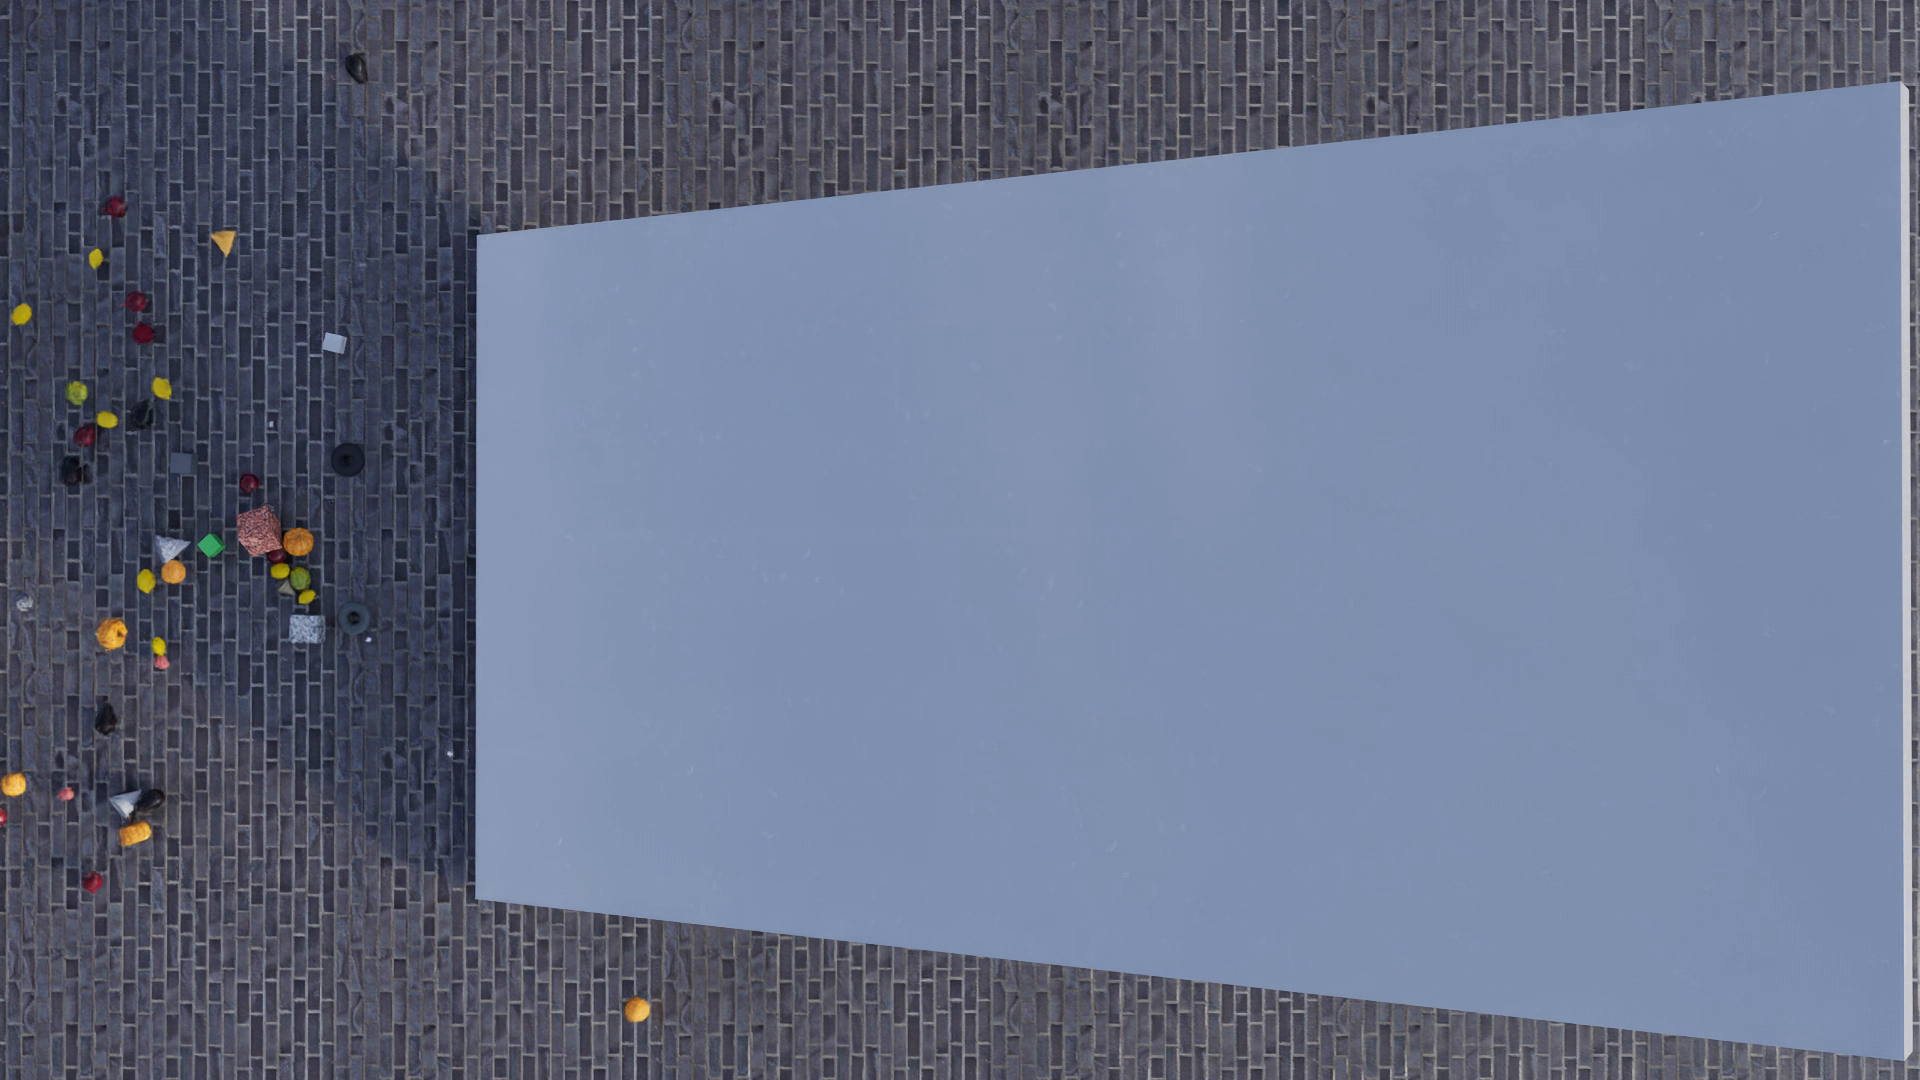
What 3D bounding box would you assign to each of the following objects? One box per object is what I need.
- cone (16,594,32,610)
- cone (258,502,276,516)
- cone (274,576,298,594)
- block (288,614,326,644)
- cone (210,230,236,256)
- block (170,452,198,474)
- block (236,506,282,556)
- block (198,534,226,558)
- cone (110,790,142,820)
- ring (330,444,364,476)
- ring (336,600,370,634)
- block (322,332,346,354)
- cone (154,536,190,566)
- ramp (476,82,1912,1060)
[{"bbox_3d":[-2.856,0.189,6.682,0.053,0.053,0.053,0,89,0],"label":"cone"},{"bbox_3d":[-2.117,-0.084,6.682,0.059,0.059,0.059,0,89,0],"label":"cone"},{"bbox_3d":[-2.042,0.152,6.694,0.065,0.065,0.065,34,89,-35],"label":"cone"},{"bbox_3d":[-1.978,0.269,6.666,0.083,0.083,0.083,4,89,0],"label":"block"},{"bbox_3d":[-2.240,-0.897,6.702,0.073,0.073,0.073,-1,116,0],"label":"cone"},{"bbox_3d":[-2.357,-0.232,6.682,0.062,0.062,0.062,4,89,0],"label":"block"},{"bbox_3d":[-2.115,-0.026,6.644,0.096,0.096,0.096,-17,56,0],"label":"block"},{"bbox_3d":[-2.274,0.017,6.685,0.051,0.051,0.051,-42,90,0],"label":"block"},{"bbox_3d":[-2.520,0.787,6.684,0.089,0.089,0.089,47,63,0],"label":"cone"},{"bbox_3d":[-1.864,-0.244,6.696,0.104,0.035,0.104,0,90,-1],"label":"ring"},{"bbox_3d":[-1.845,0.237,6.691,0.104,0.035,0.104,0,88,1],"label":"ring"},{"bbox_3d":[-1.902,-0.599,6.690,0.052,0.052,0.052,12,90,0],"label":"block"},{"bbox_3d":[-2.385,0.018,6.689,0.096,0.096,0.096,-18,89,-27],"label":"cone"},{"bbox_3d":[0.260,0.071,5.600,4.000,0.100,2.000,0,89,32],"label":"ramp"}]
